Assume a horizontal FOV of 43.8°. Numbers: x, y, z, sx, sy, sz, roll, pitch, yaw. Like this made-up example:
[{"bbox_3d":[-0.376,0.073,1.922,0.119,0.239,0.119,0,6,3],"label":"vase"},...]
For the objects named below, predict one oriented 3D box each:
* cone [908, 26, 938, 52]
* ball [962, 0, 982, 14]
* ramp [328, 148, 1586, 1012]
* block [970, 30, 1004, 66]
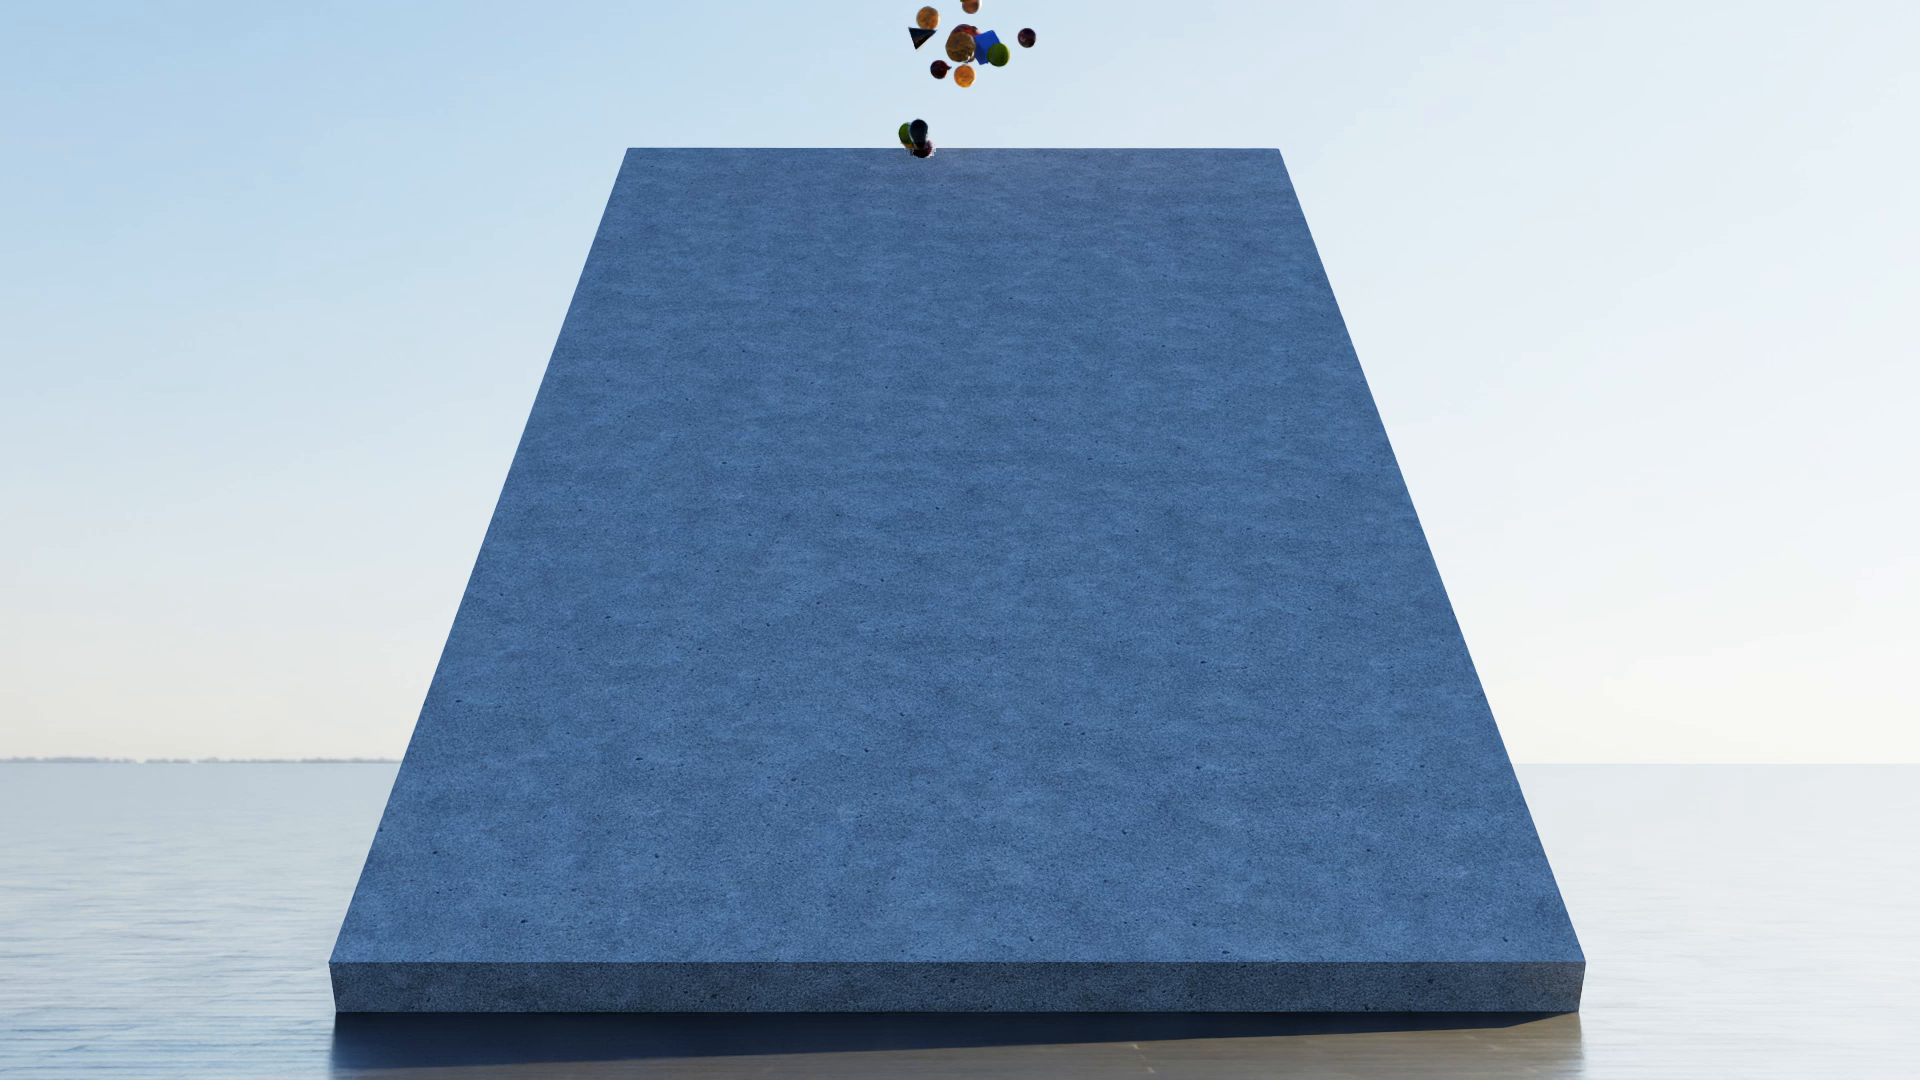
[{"bbox_3d":[-0.104,-1.491,7.047,0.081,0.081,0.081,-20,-6,2],"label":"cone"},{"bbox_3d":[0.035,-1.641,7.302,0.062,0.062,0.062,0,-5,0],"label":"ball"},{"bbox_3d":[-0.011,-0.223,5.582,2.000,0.100,4.000,0,28,0],"label":"ramp"},{"bbox_3d":[0.078,-1.440,6.976,0.064,0.064,0.064,-25,-14,-22],"label":"block"}]
